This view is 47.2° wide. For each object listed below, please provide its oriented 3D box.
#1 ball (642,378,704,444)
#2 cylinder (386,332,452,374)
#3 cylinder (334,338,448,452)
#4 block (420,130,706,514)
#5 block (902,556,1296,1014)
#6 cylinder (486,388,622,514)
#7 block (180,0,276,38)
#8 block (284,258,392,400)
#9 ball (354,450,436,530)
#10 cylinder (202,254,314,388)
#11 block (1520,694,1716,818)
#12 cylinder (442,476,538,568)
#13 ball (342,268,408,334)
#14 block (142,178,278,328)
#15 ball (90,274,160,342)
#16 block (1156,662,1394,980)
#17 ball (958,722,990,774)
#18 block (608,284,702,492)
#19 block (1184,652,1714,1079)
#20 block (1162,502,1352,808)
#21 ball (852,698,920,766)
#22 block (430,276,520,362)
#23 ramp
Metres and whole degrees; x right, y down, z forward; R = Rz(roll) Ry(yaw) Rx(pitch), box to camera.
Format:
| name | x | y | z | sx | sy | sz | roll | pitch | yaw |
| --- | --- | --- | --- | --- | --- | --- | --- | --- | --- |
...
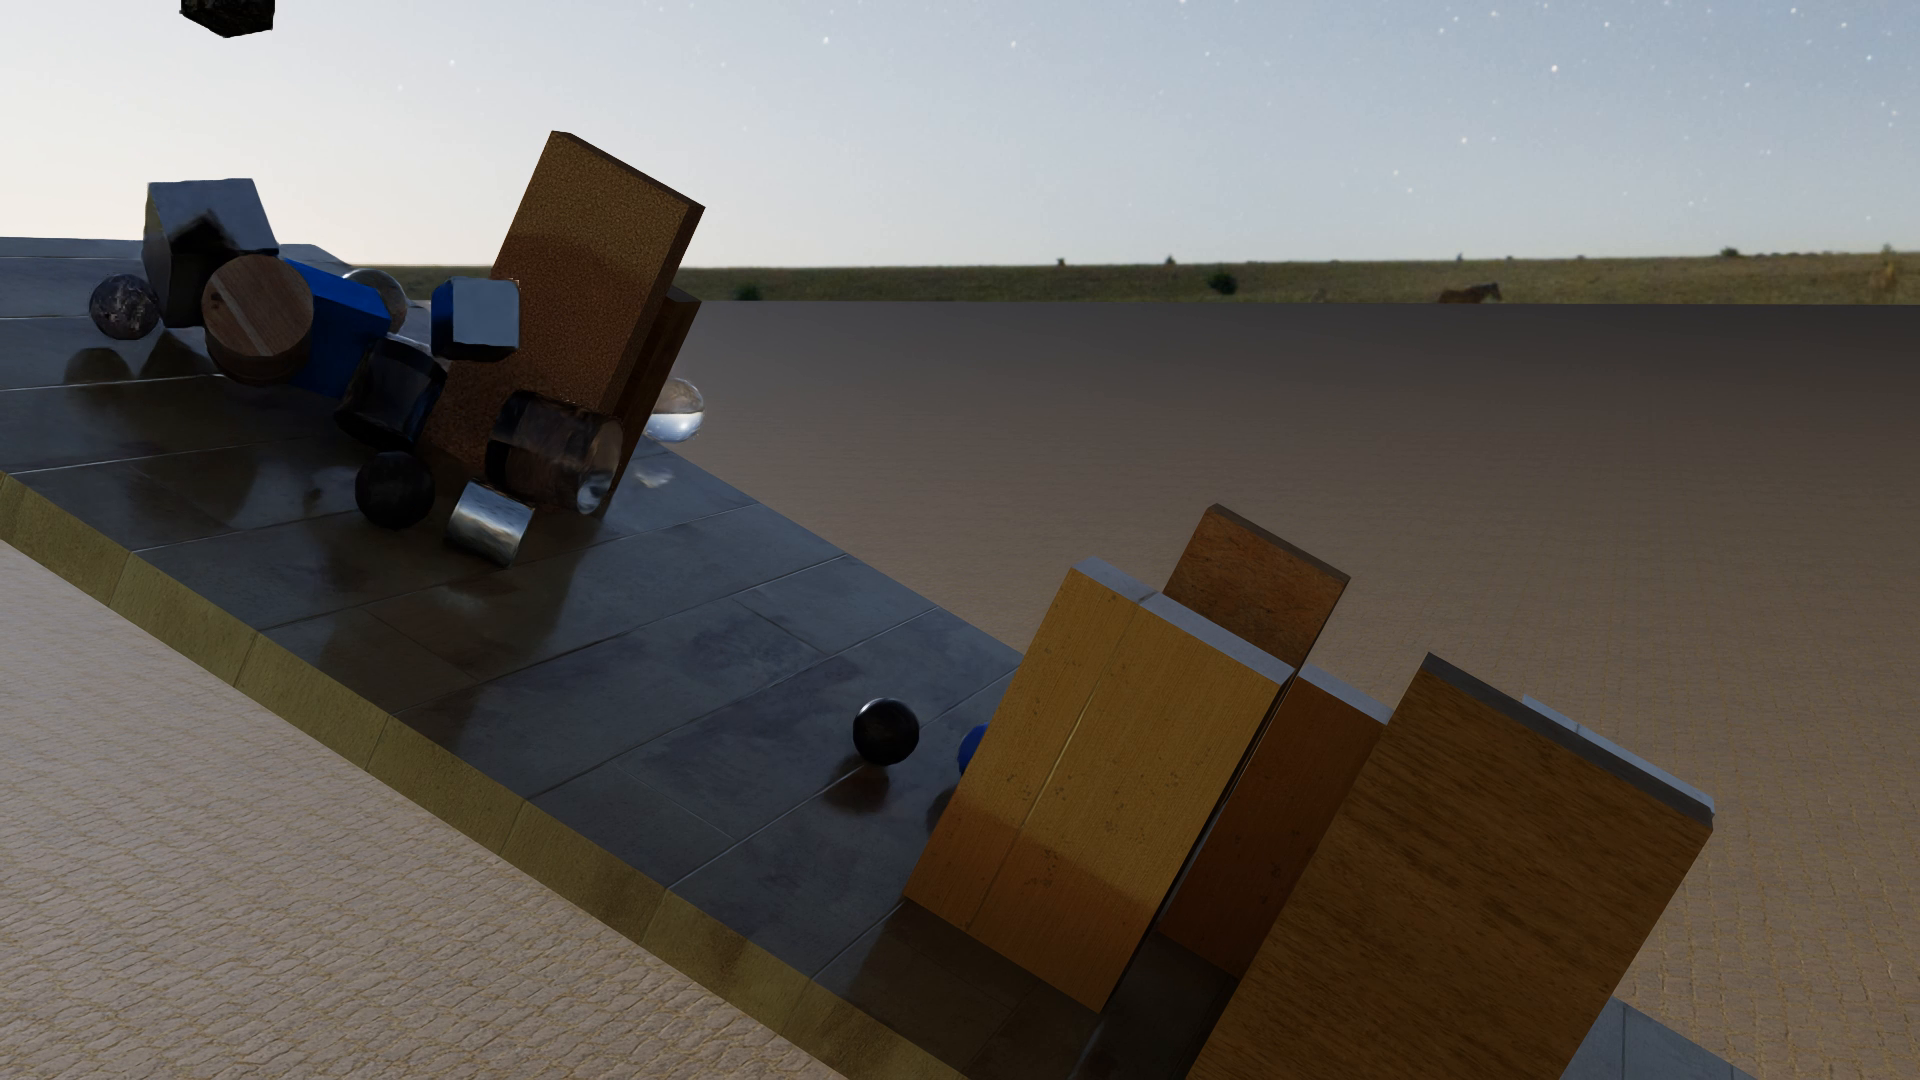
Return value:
| name | x | y | z | sx | sy | sz | roll | pitch | yaw |
| --- | --- | --- | --- | --- | --- | --- | --- | --- | --- |
| ball | -0.705 | -0.314 | 5.357 | 0.165 | 0.165 | 0.165 | 0 | 7 | 0 |
| cylinder | -1.156 | -0.340 | 4.565 | 0.156 | 0.156 | 0.156 | 18 | -4 | -31 |
| cylinder | -1.107 | -0.278 | 4.275 | 0.164 | 0.164 | 0.164 | 17 | -22 | 7 |
| block | -0.806 | -0.437 | 4.439 | 0.330 | 0.689 | 0.082 | 30 | 14 | 12 |
| block | 0.217 | 0.385 | 3.496 | 0.368 | 0.608 | 0.149 | 30 | 14 | 12 |
| cylinder | -0.793 | -0.173 | 4.300 | 0.196 | 0.196 | 0.196 | 19 | 10 | 10 |
| block | -1.418 | -1.063 | 4.268 | 0.121 | 0.121 | 0.121 | -3 | -12 | 25 |
| block | -1.311 | -0.428 | 4.515 | 0.195 | 0.195 | 0.195 | 18 | 16 | -31 |
| ball | -1.013 | -0.090 | 3.947 | 0.142 | 0.142 | 0.142 | 0 | 7 | 0 |
| cylinder | -1.318 | -0.409 | 4.133 | 0.197 | 0.197 | 0.197 | -2 | -12 | -17 |
| block | 0.852 | 0.643 | 3.468 | 0.323 | 0.729 | 0.109 | 30 | 14 | 12 |
| cylinder | -0.862 | -0.032 | 4.036 | 0.129 | 0.129 | 0.129 | 24 | 3 | -9 |
| ball | -1.318 | -0.521 | 4.900 | 0.168 | 0.168 | 0.168 | 0 | 7 | 0 |
| block | -1.511 | -0.578 | 4.426 | 0.205 | 0.205 | 0.205 | -9 | 55 | -31 |
| ball | -1.577 | -0.439 | 4.155 | 0.126 | 0.126 | 0.126 | 0 | 7 | 0 |
| block | 0.653 | 0.550 | 3.858 | 0.398 | 0.529 | 0.136 | 30 | 14 | 12 |
| ball | 0.066 | 0.410 | 4.107 | 0.141 | 0.141 | 0.141 | 0 | 7 | 0 |
| block | -0.800 | -0.376 | 4.706 | 0.310 | 0.460 | 0.129 | 30 | 14 | 12 |
| block | 0.646 | 0.612 | 3.069 | 0.429 | 0.794 | 0.130 | 30 | 14 | 12 |
| block | 0.555 | 0.247 | 4.719 | 0.327 | 0.557 | 0.111 | 30 | 14 | 12 |
| ball | -0.135 | 0.348 | 4.001 | 0.123 | 0.123 | 0.123 | 0 | 7 | 0 |
| block | -0.952 | -0.431 | 4.314 | 0.132 | 0.132 | 0.132 | 2 | -10 | -31 |
| ramp | -0.231 | 0.386 | 4.152 | 4.000 | 0.100 | 2.000 | 30 | 14 | 12 |
